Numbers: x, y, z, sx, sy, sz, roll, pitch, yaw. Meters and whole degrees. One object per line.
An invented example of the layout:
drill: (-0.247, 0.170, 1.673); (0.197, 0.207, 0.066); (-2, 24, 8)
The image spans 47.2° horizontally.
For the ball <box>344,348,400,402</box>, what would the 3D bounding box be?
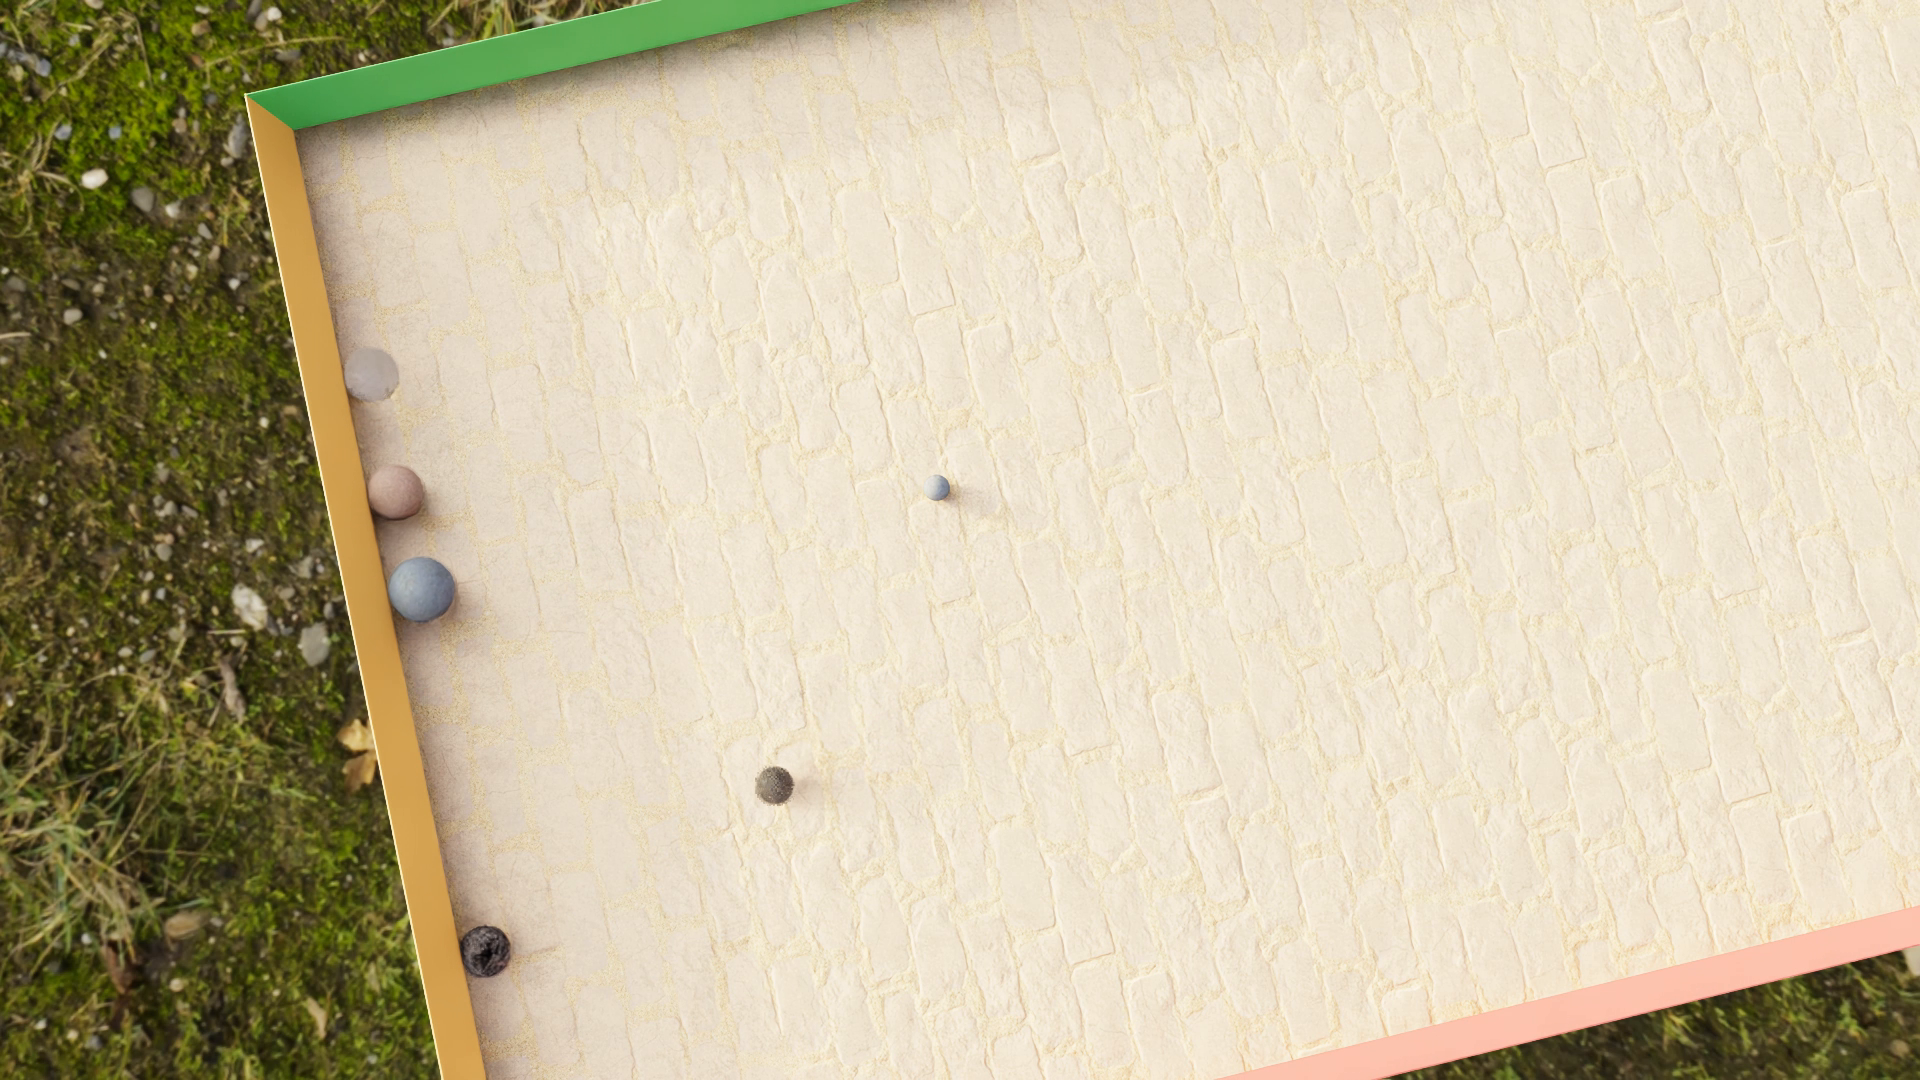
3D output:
ball: (-0.883, -0.247, 3.300); (0.081, 0.081, 0.081); (0, 82, 0)

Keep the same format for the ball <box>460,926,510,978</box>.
ball: (-0.687, 0.594, 3.179); (0.074, 0.074, 0.074); (0, 82, 0)

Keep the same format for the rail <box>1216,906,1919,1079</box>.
rail: (1.061, 0.624, 3.148); (3.535, 0.124, 0.045); (-13, 82, -2)

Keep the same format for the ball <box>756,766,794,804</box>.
ball: (-0.271, 0.359, 3.223); (0.056, 0.056, 0.056); (0, 82, 0)

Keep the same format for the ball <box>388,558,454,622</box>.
ball: (-0.794, 0.074, 3.245); (0.096, 0.096, 0.096); (0, 82, 0)

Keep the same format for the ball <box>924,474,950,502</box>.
ball: (-0.035, -0.078, 3.295); (0.040, 0.040, 0.040); (0, 82, 0)

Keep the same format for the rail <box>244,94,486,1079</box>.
rail: (-0.836, 0.194, 3.212); (0.045, 0.124, 1.778); (-13, 82, -2)

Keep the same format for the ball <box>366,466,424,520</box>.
ball: (-0.840, -0.069, 3.273); (0.082, 0.082, 0.082); (0, 82, 0)

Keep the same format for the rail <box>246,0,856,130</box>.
rail: (0.657, -1.041, 3.394); (3.535, 0.124, 0.045); (-13, 82, -2)
